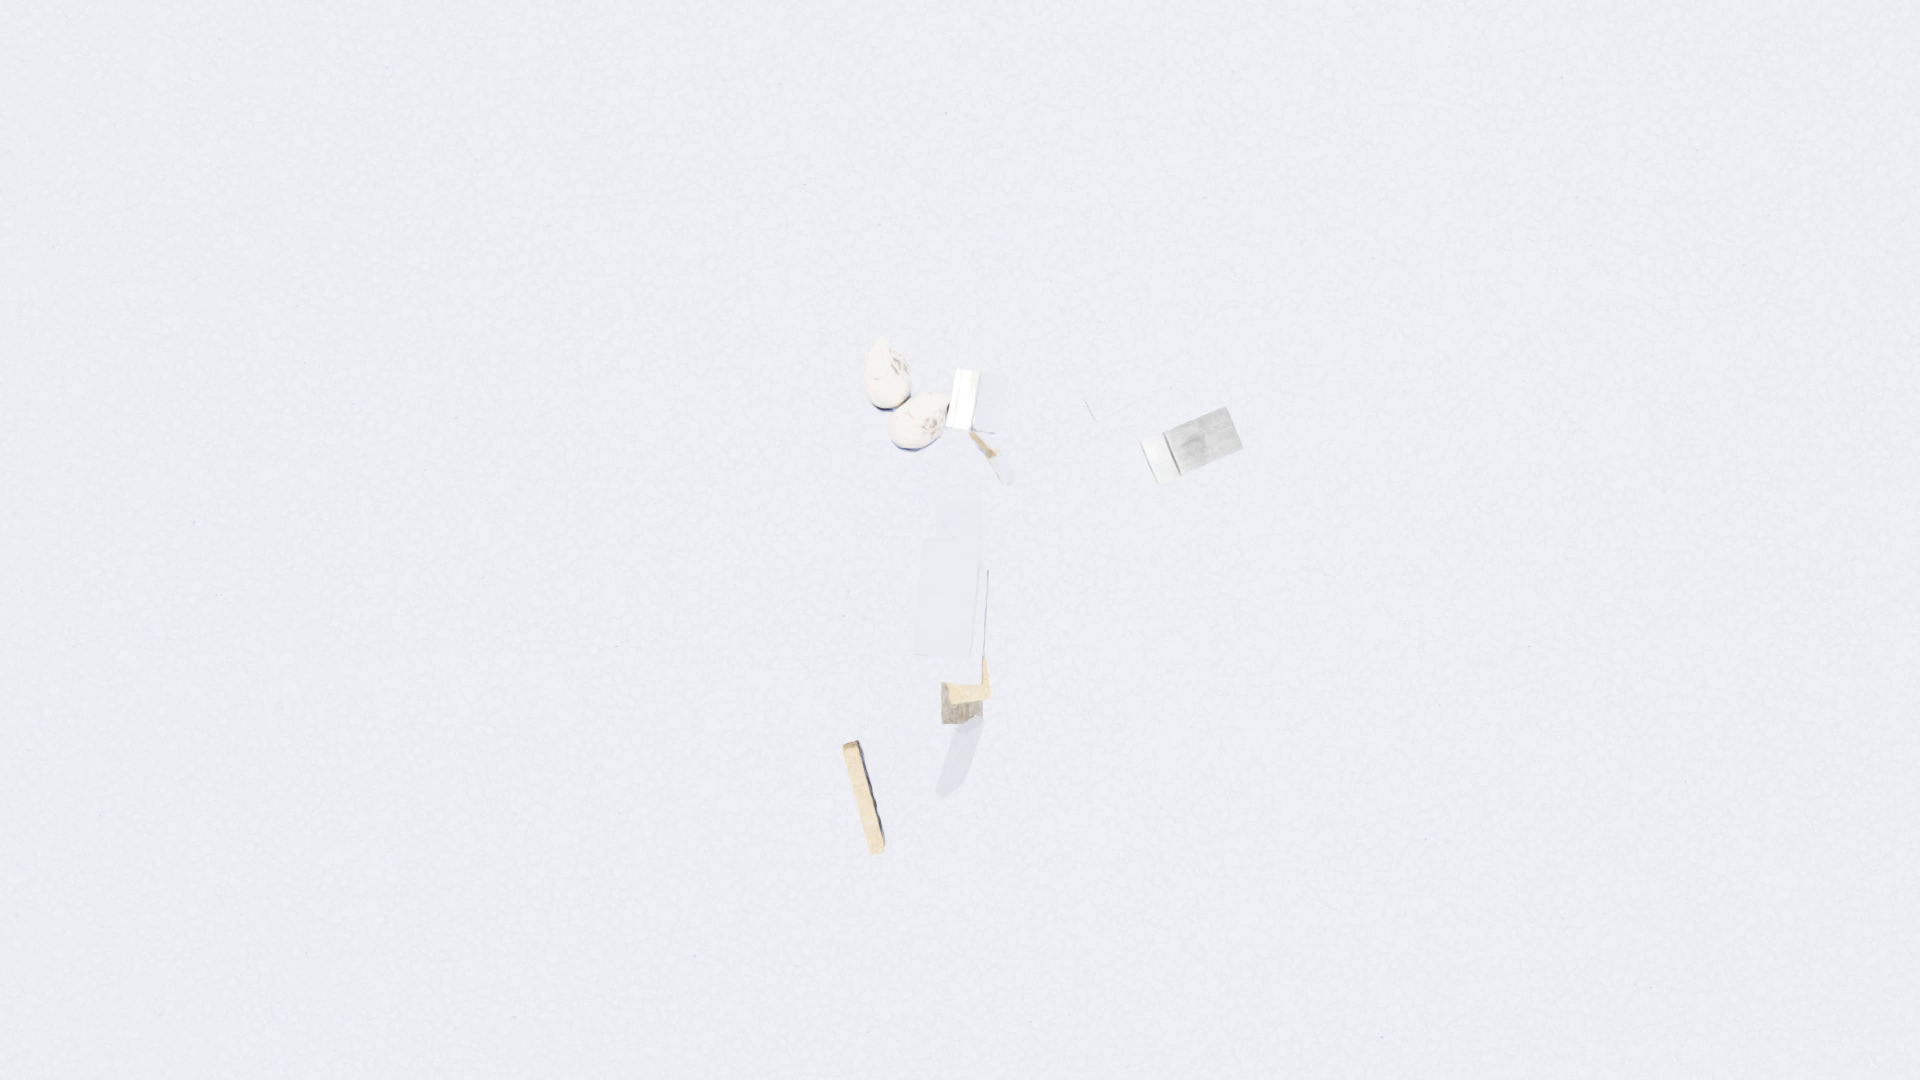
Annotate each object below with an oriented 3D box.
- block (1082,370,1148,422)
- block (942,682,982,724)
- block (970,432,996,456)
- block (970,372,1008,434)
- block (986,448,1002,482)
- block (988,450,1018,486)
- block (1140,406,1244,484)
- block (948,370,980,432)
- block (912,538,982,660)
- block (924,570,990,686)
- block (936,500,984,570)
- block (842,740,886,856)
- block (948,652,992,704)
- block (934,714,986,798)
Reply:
[{"bbox_3d":[0.516,-0.479,5.486,0.193,0.027,0.096,-27,90,0],"label":"block"},{"bbox_3d":[0.006,0.493,5.269,0.130,0.037,0.259,0,134,0],"label":"block"},{"bbox_3d":[0.075,-0.316,5.422,0.015,0.052,0.104,-48,54,8],"label":"block"},{"bbox_3d":[0.098,-0.454,5.468,0.096,0.027,0.193,10,90,-19],"label":"block"},{"bbox_3d":[0.132,-0.250,5.491,0.052,0.015,0.103,-32,92,0],"label":"block"},{"bbox_3d":[0.143,-0.239,5.460,0.052,0.015,0.103,-31,97,7],"label":"block"},{"bbox_3d":[0.769,-0.314,5.478,0.306,0.043,0.153,-23,90,0],"label":"block"},{"bbox_3d":[0.022,-0.465,5.486,0.096,0.027,0.193,9,90,0],"label":"block"},{"bbox_3d":[-0.038,0.179,5.046,0.176,0.050,0.353,6,91,8],"label":"block"},{"bbox_3d":[-0.010,0.264,5.093,0.176,0.050,0.353,4,91,8],"label":"block"},{"bbox_3d":[-0.002,0.024,5.207,0.153,0.043,0.306,0,67,0],"label":"block"},{"bbox_3d":[-0.313,0.844,5.411,0.050,0.176,0.353,-15,90,-2],"label":"block"},{"bbox_3d":[0.016,0.375,5.149,0.130,0.037,0.259,-8,85,-1],"label":"block"},{"bbox_3d":[-0.001,0.695,5.289,0.037,0.130,0.259,29,121,21],"label":"block"}]
